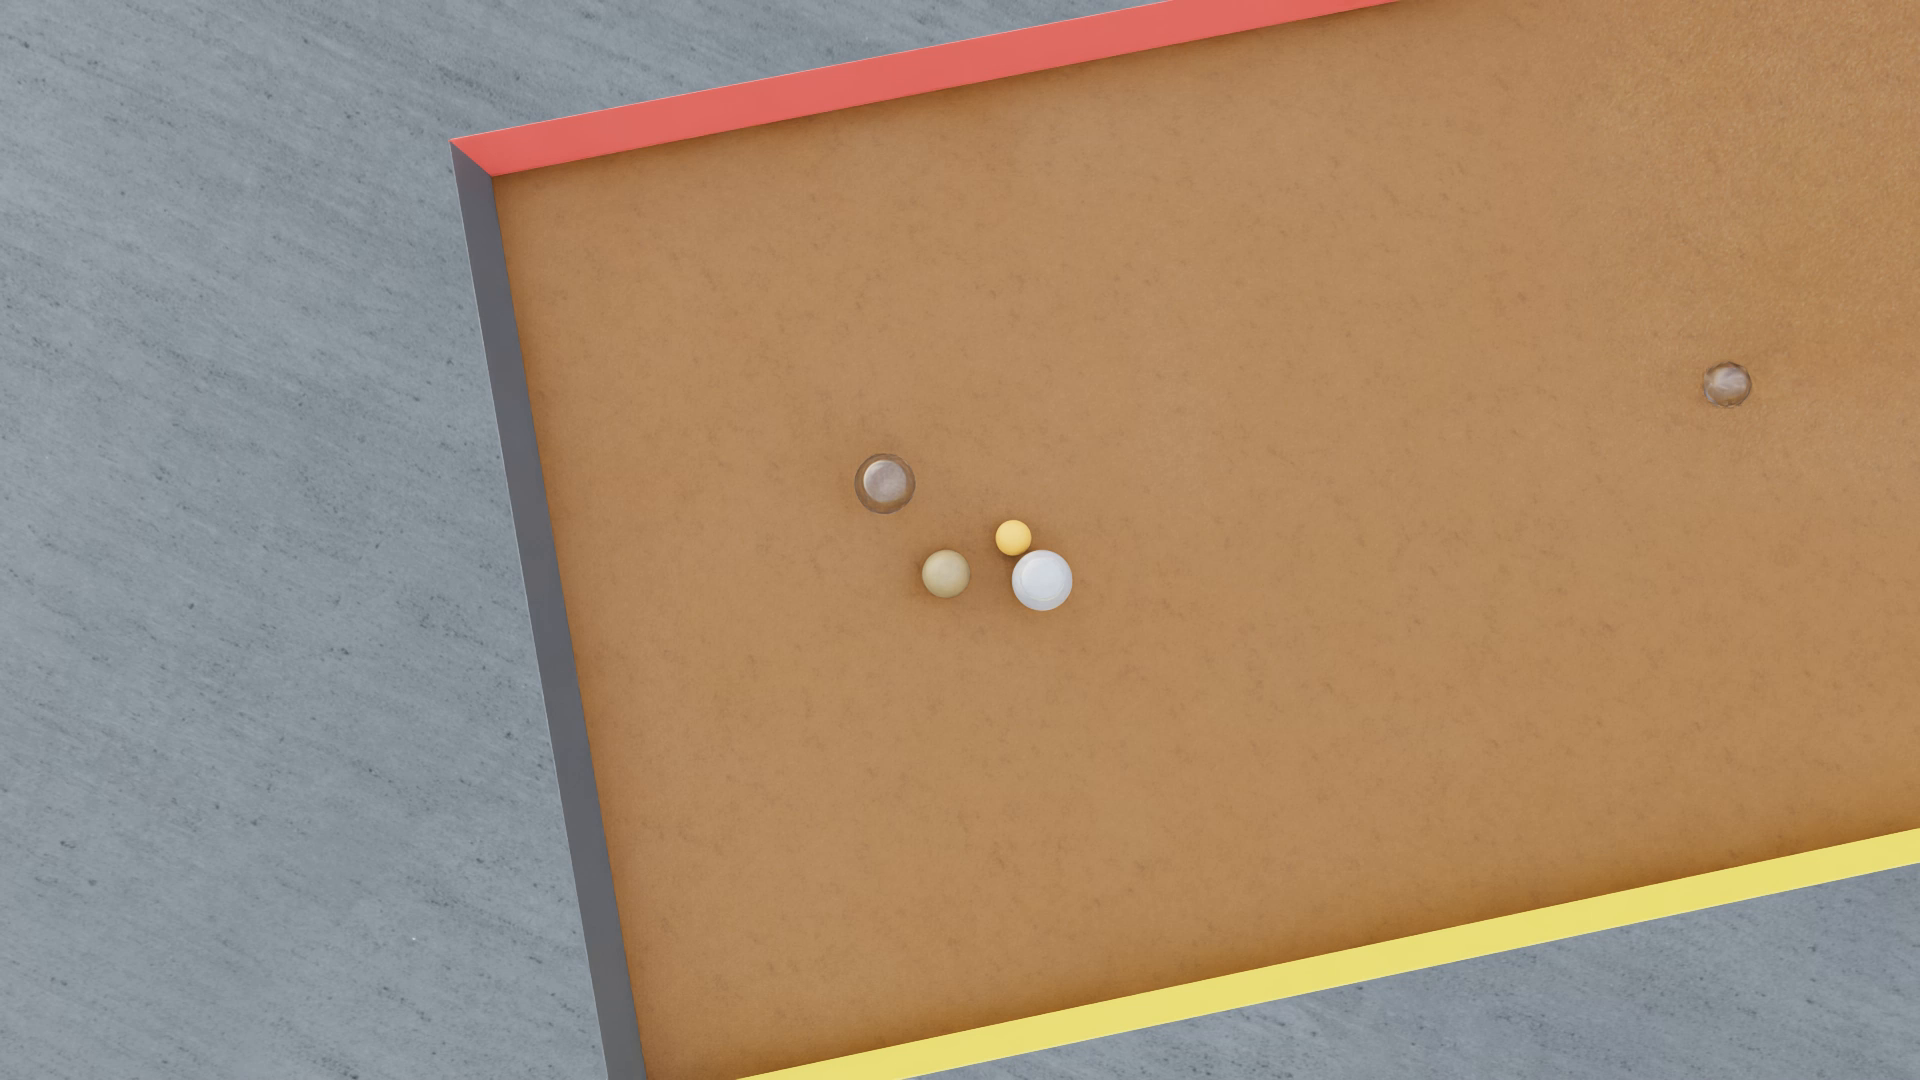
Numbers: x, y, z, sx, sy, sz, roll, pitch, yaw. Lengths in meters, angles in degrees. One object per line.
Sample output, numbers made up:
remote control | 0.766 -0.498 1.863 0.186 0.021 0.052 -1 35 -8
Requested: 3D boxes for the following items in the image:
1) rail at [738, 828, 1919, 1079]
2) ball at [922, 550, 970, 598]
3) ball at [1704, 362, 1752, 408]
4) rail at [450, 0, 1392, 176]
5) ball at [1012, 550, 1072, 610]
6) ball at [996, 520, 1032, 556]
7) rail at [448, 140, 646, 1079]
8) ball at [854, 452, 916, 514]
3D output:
rail | 0.775 0.565 3.159 2.561 0.121 0.045 -11 78 -2
ball | -0.021 0.051 3.293 0.073 0.073 0.073 0 78 0
ball | 1.171 -0.237 3.355 0.070 0.070 0.070 0 78 0
rail | 0.479 -0.829 3.453 2.561 0.121 0.045 -11 78 -2
ball | 0.123 0.060 3.281 0.091 0.091 0.091 0 78 0
ball | 0.081 -0.003 3.313 0.054 0.054 0.054 0 78 0
rail | -0.604 0.118 3.253 0.045 0.121 1.503 -11 78 -2
ball | -0.113 -0.085 3.311 0.093 0.093 0.093 0 78 0
